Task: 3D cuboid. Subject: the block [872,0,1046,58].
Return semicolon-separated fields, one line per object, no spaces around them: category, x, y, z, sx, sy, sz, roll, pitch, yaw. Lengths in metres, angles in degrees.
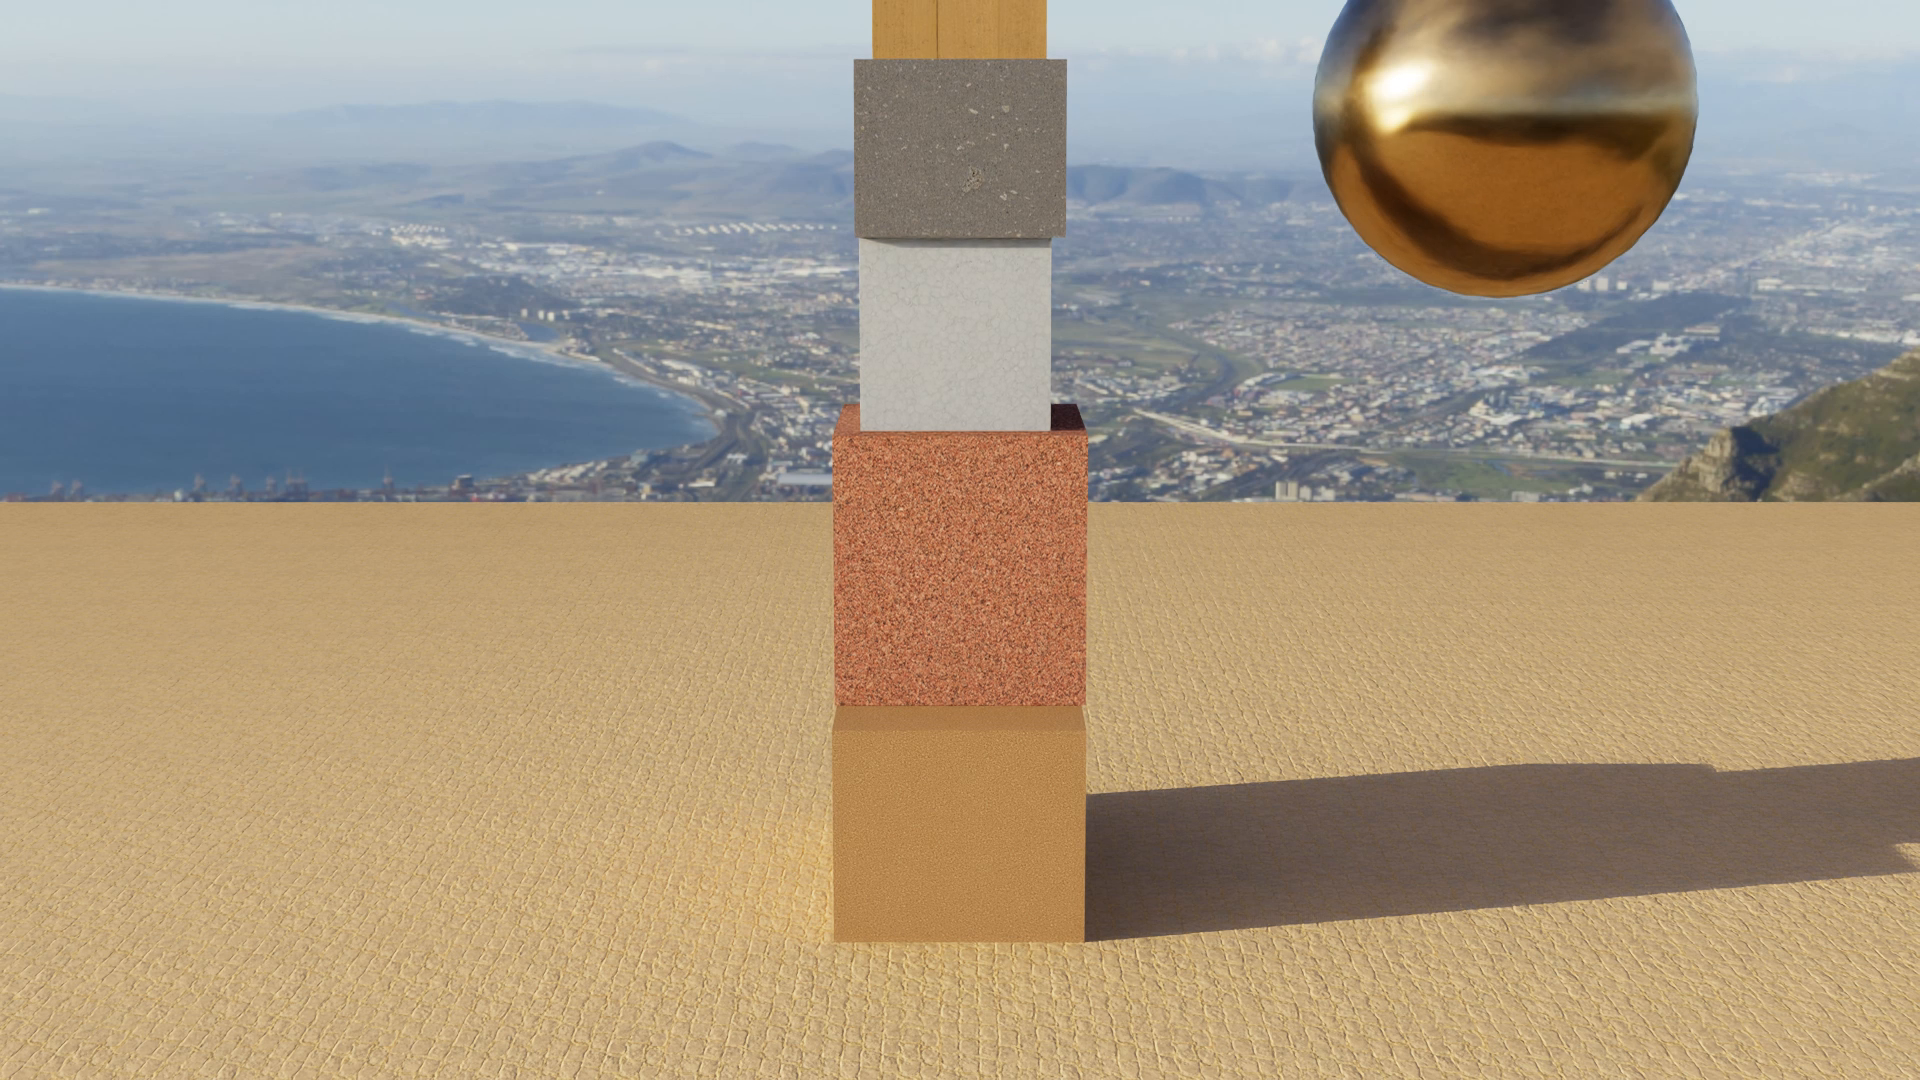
block;-0.002;-2.350;10.773;0.712;0.659;0.700;0;10;0

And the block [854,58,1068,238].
block;0.001;-1.671;10.892;0.866;0.720;0.873;0;10;0

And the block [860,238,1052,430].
block;-0.019;-0.920;11.024;0.793;0.806;0.772;0;10;0

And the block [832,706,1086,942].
block;-0.003;1.122;10.894;1.026;0.894;0.957;0;10;0

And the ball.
ball;2.295;-1.827;10.848;1.600;1.600;1.600;0;10;0

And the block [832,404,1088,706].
block;0.001;0.037;11.191;1.052;1.136;1.101;0;10;0
